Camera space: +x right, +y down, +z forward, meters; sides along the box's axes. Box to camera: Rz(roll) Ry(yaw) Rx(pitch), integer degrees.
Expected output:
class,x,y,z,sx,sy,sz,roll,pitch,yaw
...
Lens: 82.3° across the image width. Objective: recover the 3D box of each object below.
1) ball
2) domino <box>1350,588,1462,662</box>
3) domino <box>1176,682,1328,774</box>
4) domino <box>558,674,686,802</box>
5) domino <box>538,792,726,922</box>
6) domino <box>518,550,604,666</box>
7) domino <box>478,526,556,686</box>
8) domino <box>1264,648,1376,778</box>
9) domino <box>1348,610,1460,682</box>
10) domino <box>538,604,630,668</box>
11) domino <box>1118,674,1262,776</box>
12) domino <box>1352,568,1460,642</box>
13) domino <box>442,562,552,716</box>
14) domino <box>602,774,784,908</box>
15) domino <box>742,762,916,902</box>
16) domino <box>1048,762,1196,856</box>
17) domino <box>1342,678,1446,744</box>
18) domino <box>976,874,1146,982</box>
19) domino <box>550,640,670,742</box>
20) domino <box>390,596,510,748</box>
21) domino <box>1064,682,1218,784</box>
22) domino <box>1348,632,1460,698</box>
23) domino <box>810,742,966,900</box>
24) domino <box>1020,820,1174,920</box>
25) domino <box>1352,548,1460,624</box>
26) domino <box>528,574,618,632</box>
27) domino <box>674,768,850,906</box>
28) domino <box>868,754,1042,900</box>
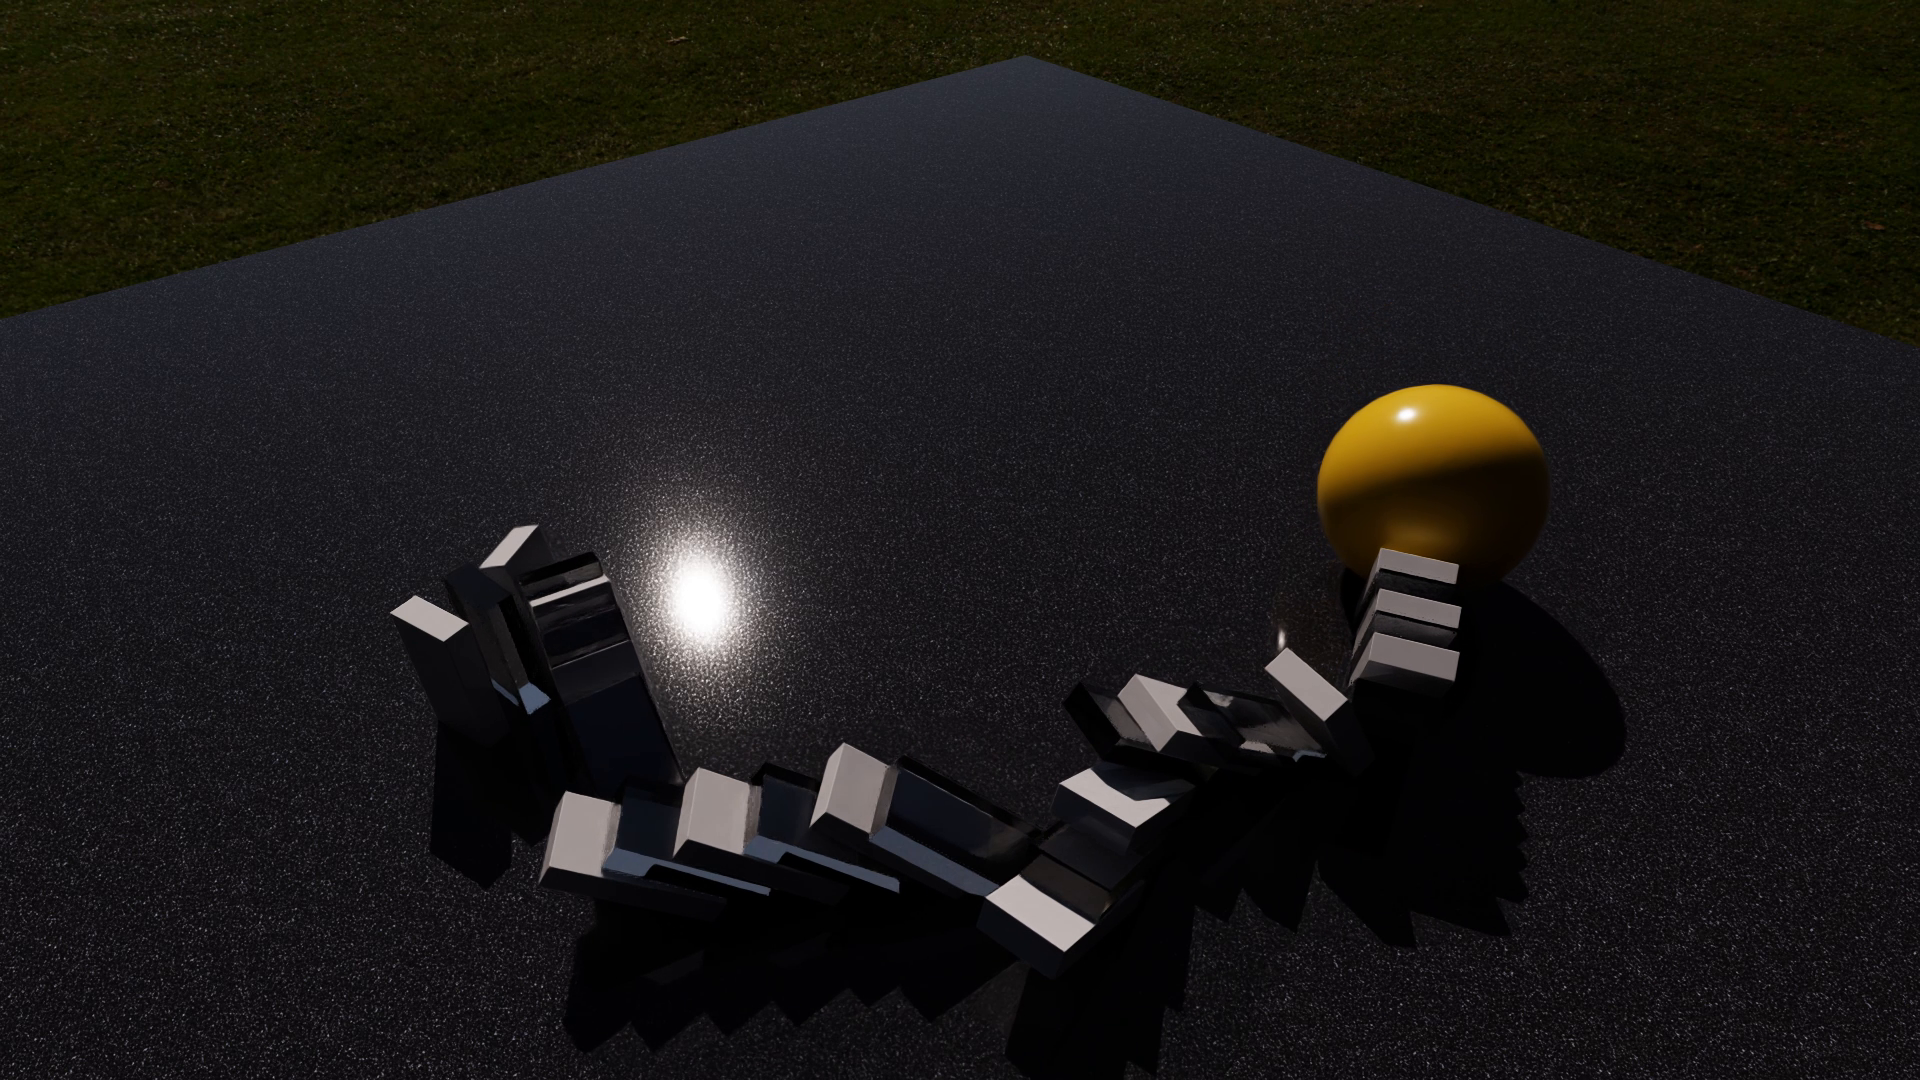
class,x,y,z,sx,sy,sz,roll,pitch,yaw
ball,0.174,-0.018,0.409,0.080,0.080,0.080,0,39,0
domino,0.150,0.033,0.373,0.025,0.050,0.009,14,69,16
domino,0.093,0.060,0.347,0.050,0.010,0.025,17,26,-43
domino,-0.100,0.069,0.333,0.025,0.050,0.009,-23,0,-26
domino,-0.091,0.091,0.314,0.050,0.010,0.025,21,34,-23
domino,-0.129,0.031,0.373,0.025,0.050,0.009,-21,30,-24
domino,-0.146,0.023,0.381,0.009,0.050,0.025,-7,31,12
domino,0.114,0.055,0.346,0.010,0.050,0.025,-43,48,-1
domino,0.146,0.039,0.365,0.025,0.050,0.010,14,69,16
domino,-0.114,0.049,0.354,0.025,0.050,0.009,-21,11,-23
domino,0.075,0.059,0.349,0.050,0.009,0.025,20,24,-38
domino,0.153,0.026,0.381,0.025,0.050,0.009,14,69,16
domino,-0.155,0.034,0.370,0.025,0.050,0.010,27,48,29
domino,-0.075,0.087,0.316,0.050,0.009,0.025,23,33,-23
domino,-0.037,0.085,0.320,0.050,0.010,0.025,25,34,-21
domino,0.050,0.078,0.330,0.025,0.010,0.050,26,15,28
domino,0.135,0.055,0.348,0.025,0.050,0.010,14,79,16
domino,0.029,0.100,0.304,0.025,0.010,0.050,26,20,29
domino,-0.107,0.059,0.344,0.025,0.050,0.010,-21,3,-23
domino,-0.165,0.044,0.358,0.025,0.050,0.009,21,44,23
domino,0.058,0.061,0.346,0.050,0.009,0.025,20,22,-38
domino,0.142,0.046,0.357,0.025,0.050,0.010,14,69,16
domino,-0.018,0.082,0.322,0.050,0.010,0.025,31,37,-16
domino,0.040,0.089,0.316,0.025,0.009,0.050,25,17,26
domino,0.156,0.020,0.389,0.025,0.050,0.009,14,69,16
domino,-0.121,0.039,0.364,0.025,0.050,0.010,-21,20,-23
domino,-0.056,0.086,0.318,0.050,0.009,0.025,25,32,-22
domino,0.000,0.086,0.318,0.050,0.009,0.025,32,38,-15
